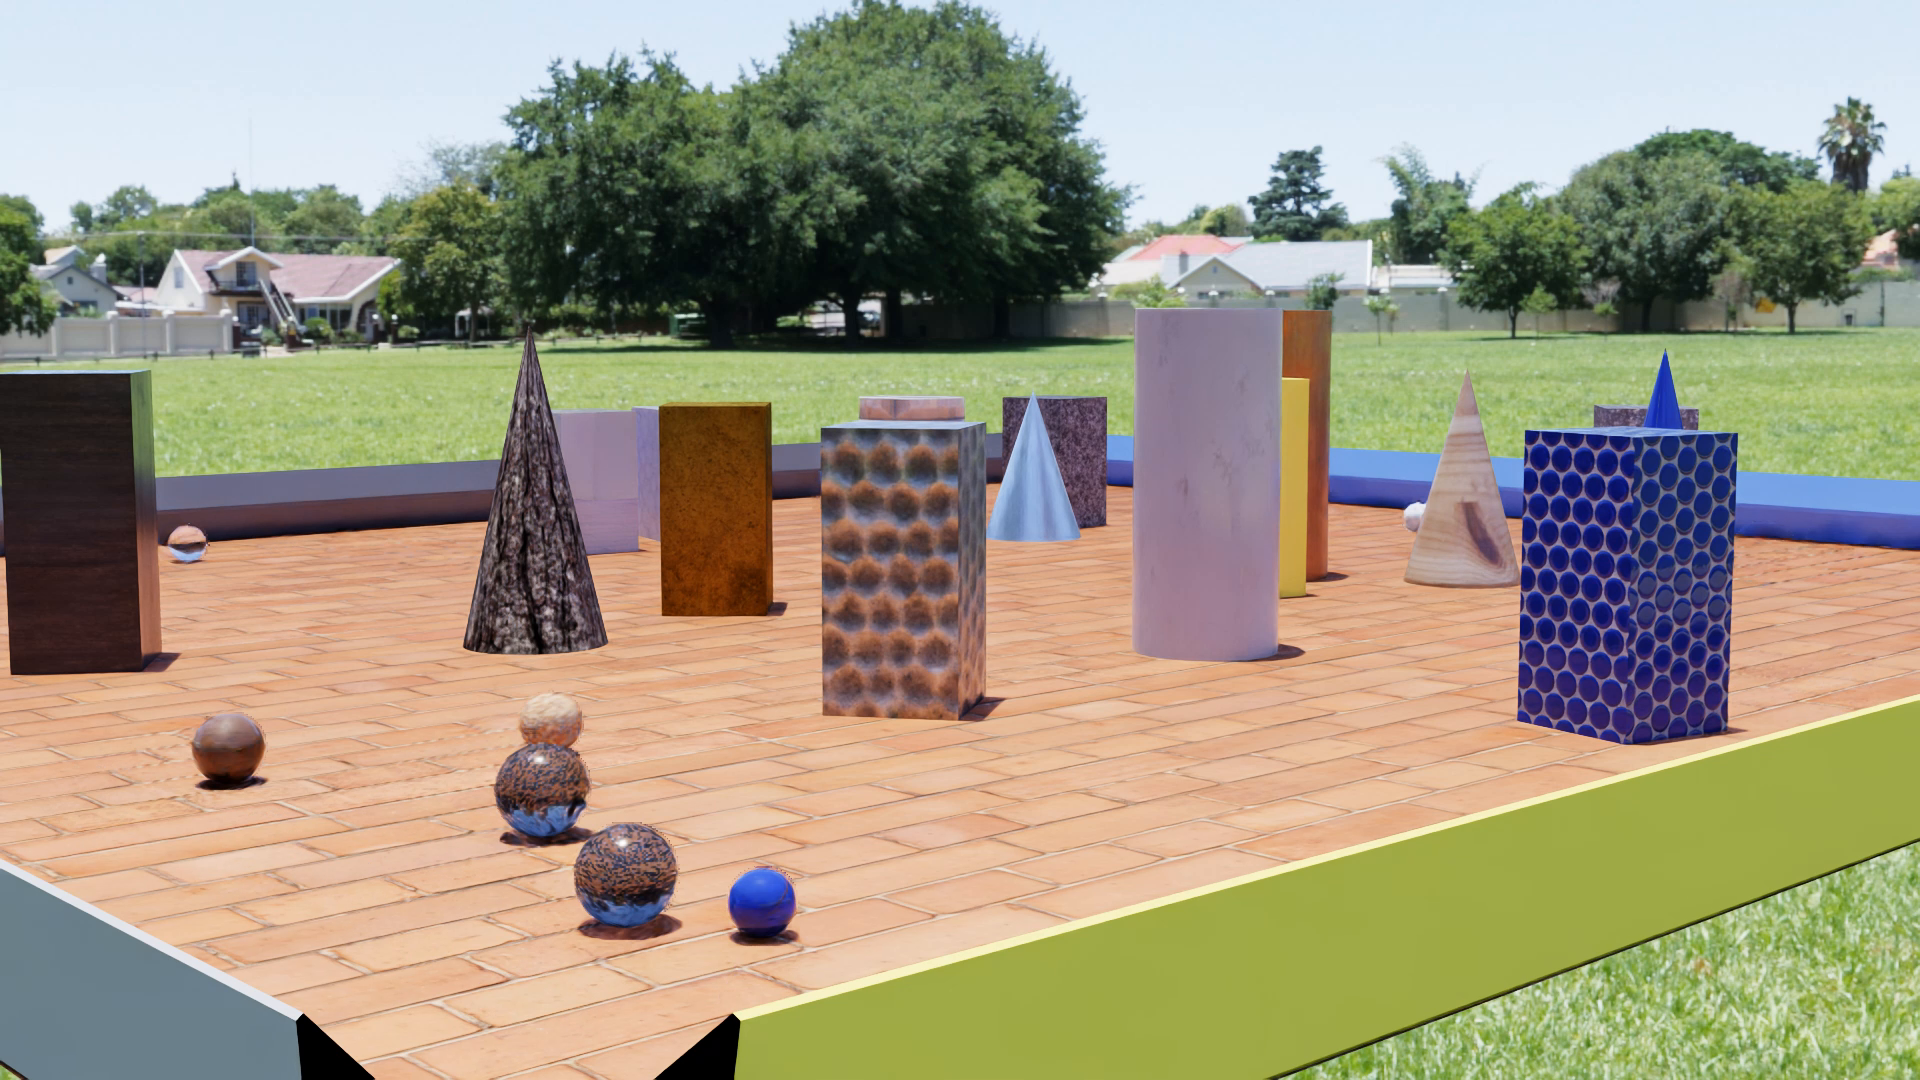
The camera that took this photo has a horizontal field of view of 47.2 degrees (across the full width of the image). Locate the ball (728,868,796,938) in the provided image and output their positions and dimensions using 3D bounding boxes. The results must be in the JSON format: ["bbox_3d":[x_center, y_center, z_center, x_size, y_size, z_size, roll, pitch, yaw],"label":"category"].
[{"bbox_3d":[-0.140,0.258,1.560,0.049,0.049,0.049,0,6,0],"label":"ball"}]

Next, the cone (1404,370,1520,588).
[{"bbox_3d":[0.821,-0.105,3.575,0.190,0.349,0.190,0,6,0],"label":"cone"}]

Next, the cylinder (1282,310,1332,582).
[{"bbox_3d":[0.518,-0.160,3.653,0.190,0.441,0.190,0,6,0],"label":"cylinder"}]

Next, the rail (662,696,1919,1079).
[{"bbox_3d":[1.104,0.158,2.143,3.616,0.124,0.045,-6,8,-42],"label":"rail"}]

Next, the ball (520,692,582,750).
[{"bbox_3d":[-0.410,0.184,2.202,0.061,0.061,0.061,0,6,0],"label":"ball"}]

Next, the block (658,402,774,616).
[{"bbox_3d":[-0.358,-0.049,3.250,0.152,0.304,0.152,0,6,-1],"label":"block"}]

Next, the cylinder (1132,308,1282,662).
[{"bbox_3d":[0.320,-0.077,2.851,0.190,0.444,0.190,0,6,0],"label":"cylinder"}]

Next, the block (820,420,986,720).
[{"bbox_3d":[-0.060,0.029,2.453,0.152,0.316,0.152,1,6,12],"label":"block"}]

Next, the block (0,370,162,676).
[{"bbox_3d":[-1.096,-0.027,2.747,0.152,0.366,0.152,-1,6,-11],"label":"block"}]

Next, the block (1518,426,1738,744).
[{"bbox_3d":[0.707,0.042,2.336,0.152,0.315,0.152,-4,7,-30],"label":"block"}]

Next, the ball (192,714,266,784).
[{"bbox_3d":[-0.688,0.196,2.067,0.066,0.066,0.066,0,6,0],"label":"ball"}]

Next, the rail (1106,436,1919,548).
[{"bbox_3d":[1.311,-0.095,4.535,0.045,0.124,3.303,-6,8,-42],"label":"rail"}]

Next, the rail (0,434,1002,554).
[{"bbox_3d":[-1.104,-0.093,4.522,3.616,0.124,0.045,-6,8,-42],"label":"rail"}]

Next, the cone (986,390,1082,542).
[{"bbox_3d":[0.142,-0.149,4.279,0.190,0.288,0.190,0,6,0],"label":"cone"}]

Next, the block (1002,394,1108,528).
[{"bbox_3d":[0.194,-0.162,4.514,0.152,0.263,0.152,5,8,41],"label":"block"}]

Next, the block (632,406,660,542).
[{"bbox_3d":[-0.541,-0.133,4.291,0.152,0.252,0.152,-3,7,-28],"label":"block"}]

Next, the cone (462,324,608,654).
[{"bbox_3d":[-0.564,-0.074,2.904,0.190,0.426,0.190,0,6,0],"label":"cone"}]

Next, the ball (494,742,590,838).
[{"bbox_3d":[-0.353,0.211,1.857,0.079,0.079,0.079,0,6,0],"label":"ball"}]

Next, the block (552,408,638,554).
[{"bbox_3d":[-0.697,-0.109,4.048,0.152,0.257,0.152,-4,7,-36],"label":"block"}]

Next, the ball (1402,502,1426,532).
[{"bbox_3d":[0.911,-0.044,4.374,0.059,0.059,0.059,0,6,0],"label":"ball"}]

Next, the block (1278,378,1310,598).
[{"bbox_3d":[0.434,-0.084,3.428,0.152,0.336,0.152,-3,7,-27],"label":"block"}]

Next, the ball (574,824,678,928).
[{"bbox_3d":[-0.241,0.242,1.586,0.075,0.075,0.075,0,6,0],"label":"ball"}]

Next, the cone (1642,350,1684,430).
[{"bbox_3d":[0.980,-0.074,3.076,0.190,0.390,0.190,0,6,0],"label":"cone"}]

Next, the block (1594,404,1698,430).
[{"bbox_3d":[1.188,-0.095,3.826,0.152,0.274,0.152,1,6,8],"label":"block"}]

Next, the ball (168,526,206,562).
[{"bbox_3d":[-1.360,0.006,3.872,0.065,0.065,0.065,0,6,0],"label":"ball"}]

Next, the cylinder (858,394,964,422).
[{"bbox_3d":[-0.086,-0.114,3.954,0.190,0.286,0.190,0,6,0],"label":"cylinder"}]

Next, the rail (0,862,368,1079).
[{"bbox_3d":[-1.311,0.159,2.129,0.045,0.124,3.303,-6,8,-42],"label":"rail"}]
